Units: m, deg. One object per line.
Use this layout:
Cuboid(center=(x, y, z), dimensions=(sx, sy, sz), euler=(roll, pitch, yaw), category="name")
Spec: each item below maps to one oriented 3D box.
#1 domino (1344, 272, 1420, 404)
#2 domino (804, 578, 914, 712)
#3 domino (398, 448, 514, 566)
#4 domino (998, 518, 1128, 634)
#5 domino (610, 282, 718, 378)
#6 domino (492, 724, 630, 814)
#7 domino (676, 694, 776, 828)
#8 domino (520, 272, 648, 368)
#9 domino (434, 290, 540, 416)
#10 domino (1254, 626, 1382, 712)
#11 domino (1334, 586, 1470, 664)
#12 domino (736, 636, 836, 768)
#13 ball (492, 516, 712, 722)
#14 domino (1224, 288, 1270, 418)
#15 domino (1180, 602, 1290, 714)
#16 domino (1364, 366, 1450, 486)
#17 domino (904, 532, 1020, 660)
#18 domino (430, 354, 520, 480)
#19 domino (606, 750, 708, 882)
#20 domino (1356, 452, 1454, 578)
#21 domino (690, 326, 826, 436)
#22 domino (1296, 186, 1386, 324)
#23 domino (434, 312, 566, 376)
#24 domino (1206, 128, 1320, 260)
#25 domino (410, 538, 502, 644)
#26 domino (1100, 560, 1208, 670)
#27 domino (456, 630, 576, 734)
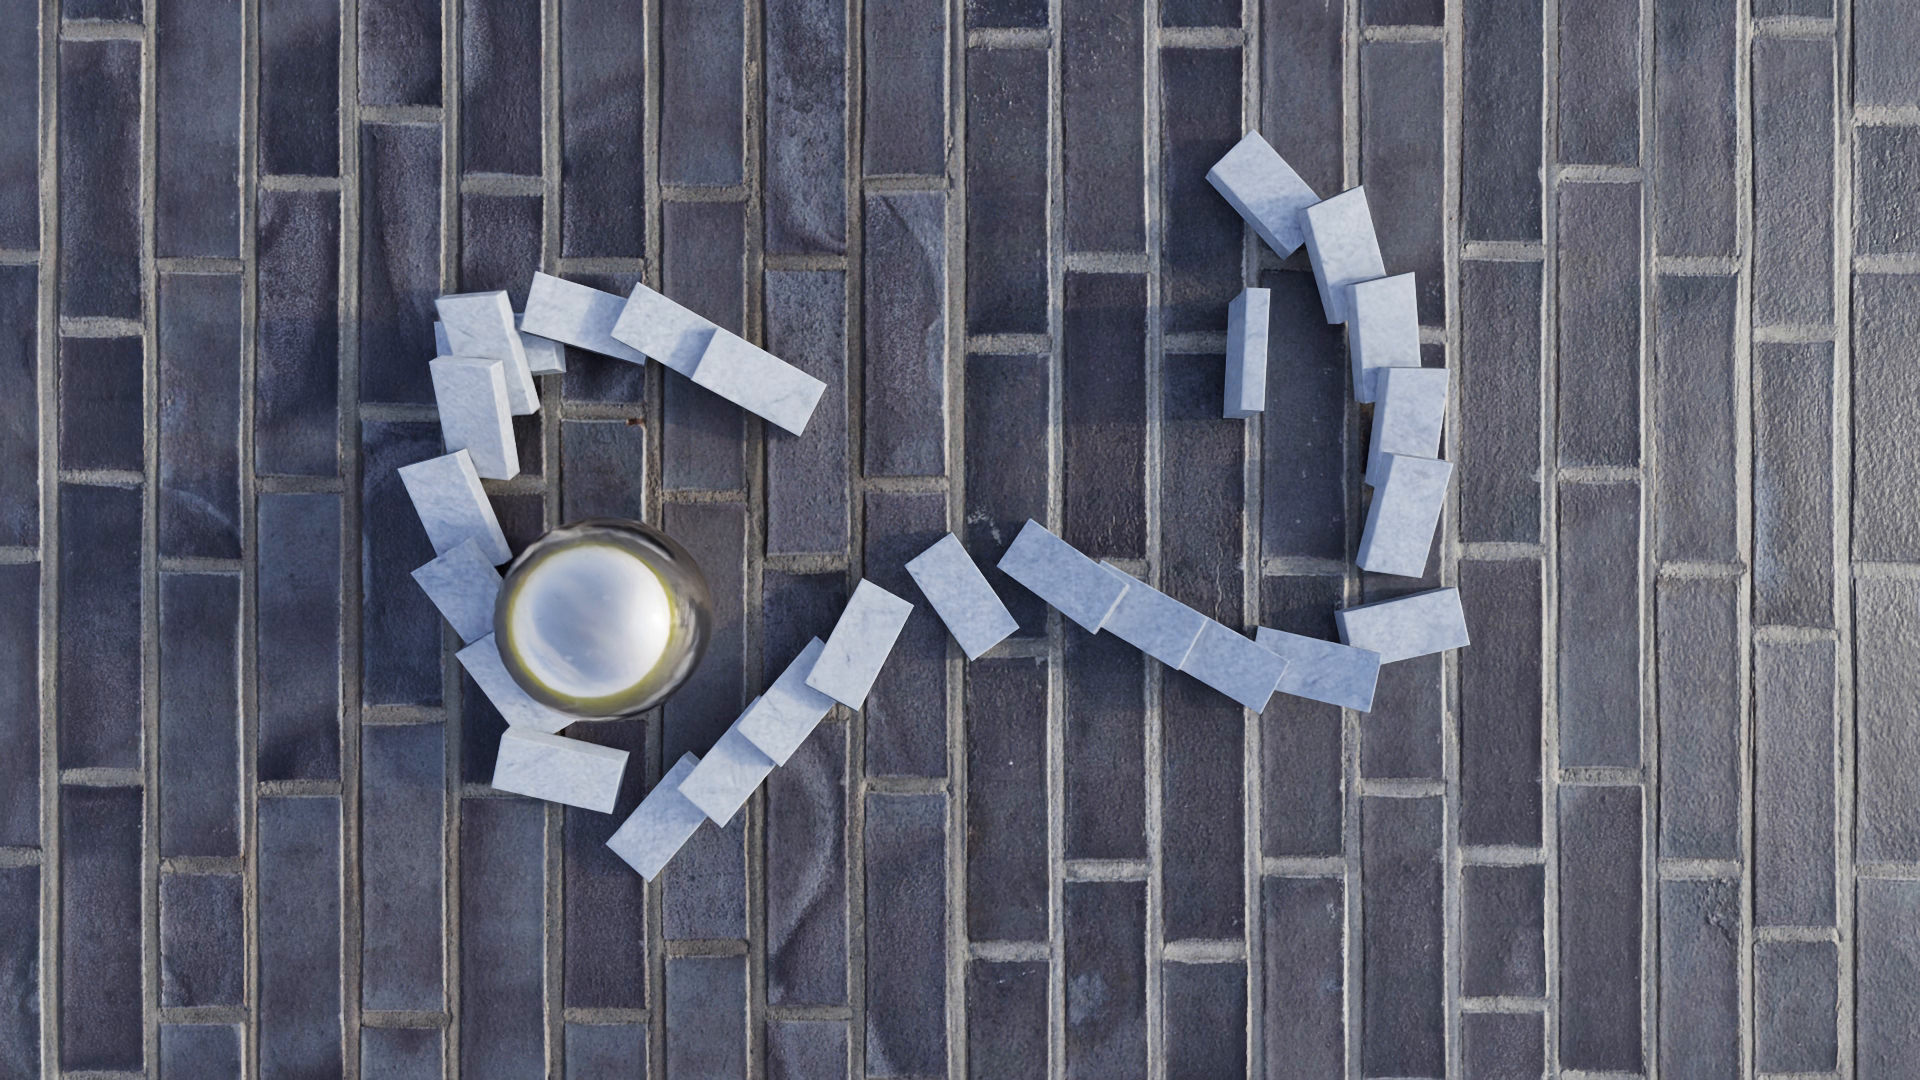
Cuboid(center=(0.180, -0.086, 0.389), dimensions=(0.025, 0.009, 0.050), euler=(-12, 105, 0), category="domino")
Cuboid(center=(-0.043, 0.044, 0.388), dimensions=(0.025, 0.010, 0.050), euler=(28, 74, -2), category="domino")
Cuboid(center=(-0.213, -0.011, 0.388), dimensions=(0.025, 0.009, 0.050), euler=(-15, 107, 0), category="domino")
Cuboid(center=(0.043, 0.015, 0.389), dimensions=(0.050, 0.009, 0.025), euler=(35, 91, 15), category="domino")
Cuboid(center=(-0.119, -0.085, 0.389), dimensions=(0.050, 0.010, 0.025), euler=(27, 90, -15), category="domino")
Cuboid(center=(-0.169, 0.098, 0.389), dimensions=(0.050, 0.009, 0.025), euler=(15, 103, -8), category="domino")
Cuboid(center=(-0.093, 0.093, 0.389), dimensions=(0.025, 0.010, 0.050), euler=(40, 76, 0), category="domino")
Cuboid(center=(-0.156, -0.093, 0.389), dimensions=(0.050, 0.009, 0.025), euler=(15, 90, -14), category="domino")
Cuboid(center=(-0.196, -0.077, 0.382), dimensions=(0.025, 0.010, 0.050), euler=(-5, 118, -1), category="domino")
Cuboid(center=(0.149, 0.054, 0.389), dimensions=(0.050, 0.009, 0.025), euler=(12, 90, 14), category="domino")
Cuboid(center=(0.190, 0.038, 0.395), dimensions=(0.050, 0.010, 0.025), euler=(-12, 90, 0), category="domino")
Cuboid(center=(-0.069, 0.068, 0.389), dimensions=(0.025, 0.010, 0.050), euler=(40, 74, 0), category="domino")
Cuboid(center=(-0.139, 0.031, 0.360), dimensions=(0.080, 0.080, 0.080), euler=(0, 90, 0), category="ball")
Cuboid(center=(0.121, -0.078, 0.388), dimensions=(0.009, 0.025, 0.050), euler=(3, 90, 0), category="domino")
Cuboid(center=(0.110, 0.050, 0.389), dimensions=(0.050, 0.009, 0.025), euler=(29, 90, 15), category="domino")
Cuboid(center=(0.189, -0.048, 0.389), dimensions=(0.025, 0.009, 0.050), euler=(1, 105, 0), category="domino")
Cuboid(center=(0.001, 0.024, 0.395), dimensions=(0.025, 0.010, 0.050), euler=(-35, 90, 0), category="domino")
Cuboid(center=(-0.203, -0.051, 0.384), dimensions=(0.025, 0.010, 0.050), euler=(5, 118, 0), category="domino")
Cuboid(center=(-0.125, 0.119, 0.395), dimensions=(0.025, 0.010, 0.050), euler=(41, 90, 0), category="domino")
Cuboid(center=(0.188, -0.011, 0.389), dimensions=(0.025, 0.010, 0.050), euler=(8, 105, -1), category="domino")
Cuboid(center=(-0.085, -0.067, 0.389), dimensions=(0.050, 0.009, 0.025), euler=(27, 90, -15), category="domino")
Cuboid(center=(0.163, -0.120, 0.389), dimensions=(0.025, 0.010, 0.050), euler=(-23, 105, 0), category="domino")
Cuboid(center=(-0.198, -0.083, 0.395), dimensions=(0.050, 0.010, 0.025), euler=(-6, 90, 0), category="domino")
Cuboid(center=(0.133, -0.149, 0.395), dimensions=(0.025, 0.010, 0.050), euler=(-43, 90, 0), category="domino")
Cuboid(center=(-0.204, 0.027, 0.389), dimensions=(0.025, 0.009, 0.050), euler=(-30, 106, 0), category="domino")
Cuboid(center=(0.076, 0.032, 0.389), dimensions=(0.050, 0.009, 0.025), euler=(30, 90, 15), category="domino")
Cuboid(center=(-0.186, 0.061, 0.389), dimensions=(0.025, 0.010, 0.050), euler=(-30, 105, 0), category="domino")
